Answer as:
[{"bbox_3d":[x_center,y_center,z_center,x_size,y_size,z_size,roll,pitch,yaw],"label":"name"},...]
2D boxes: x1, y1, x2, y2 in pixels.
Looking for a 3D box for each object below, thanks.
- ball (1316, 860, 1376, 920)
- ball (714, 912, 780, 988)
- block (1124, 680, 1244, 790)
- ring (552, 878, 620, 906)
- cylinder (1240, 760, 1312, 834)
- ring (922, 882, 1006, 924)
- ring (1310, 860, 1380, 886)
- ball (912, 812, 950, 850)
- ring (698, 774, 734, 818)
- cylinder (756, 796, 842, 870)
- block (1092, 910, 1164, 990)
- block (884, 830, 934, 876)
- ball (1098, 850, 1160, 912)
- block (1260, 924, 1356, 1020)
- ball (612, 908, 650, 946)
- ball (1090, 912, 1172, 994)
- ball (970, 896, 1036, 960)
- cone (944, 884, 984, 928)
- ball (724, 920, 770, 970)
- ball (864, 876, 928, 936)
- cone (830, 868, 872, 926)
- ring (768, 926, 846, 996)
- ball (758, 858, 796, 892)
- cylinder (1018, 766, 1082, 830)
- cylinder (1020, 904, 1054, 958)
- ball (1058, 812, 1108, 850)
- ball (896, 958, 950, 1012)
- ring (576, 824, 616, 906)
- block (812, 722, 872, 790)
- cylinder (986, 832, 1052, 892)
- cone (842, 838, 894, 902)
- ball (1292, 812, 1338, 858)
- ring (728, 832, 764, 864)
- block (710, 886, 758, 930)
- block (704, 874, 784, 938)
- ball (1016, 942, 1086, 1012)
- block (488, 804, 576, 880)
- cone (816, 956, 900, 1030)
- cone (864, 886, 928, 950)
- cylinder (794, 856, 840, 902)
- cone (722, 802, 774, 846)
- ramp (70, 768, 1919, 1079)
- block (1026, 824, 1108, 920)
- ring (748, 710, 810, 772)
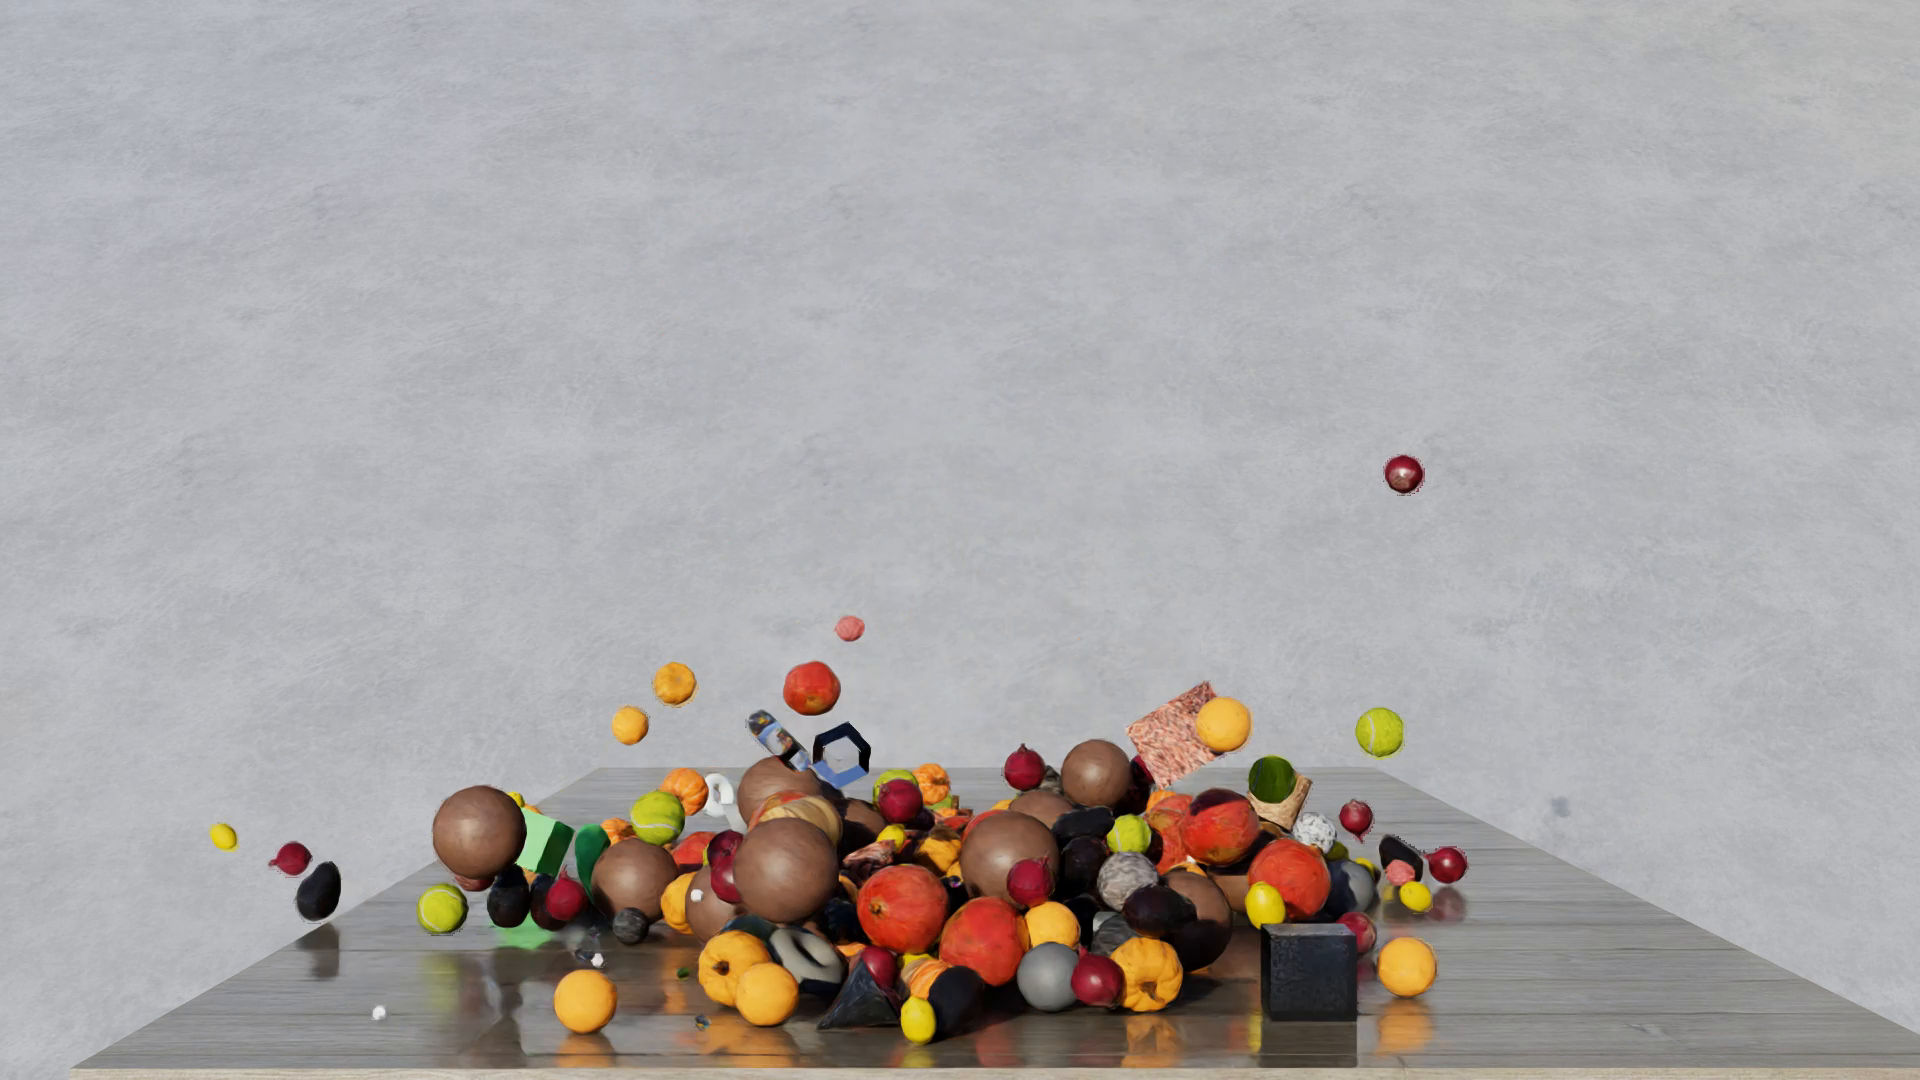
[{"bbox_3d":[0.570,0.517,3.831,0.087,0.087,0.087,0,31,0],"label":"ball"},{"bbox_3d":[-0.260,0.510,3.220,0.092,0.092,0.092,0,31,0],"label":"ball"},{"bbox_3d":[0.303,0.263,3.498,0.096,0.096,0.096,-34,-7,31],"label":"block"},{"bbox_3d":[-0.579,0.546,4.015,0.106,0.035,0.106,3,-3,0],"label":"ring"},{"bbox_3d":[0.548,0.446,4.495,0.095,0.095,0.095,19,80,28],"label":"cylinder"},{"bbox_3d":[0.002,0.537,3.839,0.144,0.048,0.144,0,2,0],"label":"ring"},{"bbox_3d":[0.627,0.546,4.218,0.115,0.038,0.115,0,0,0],"label":"ring"},{"bbox_3d":[-0.054,0.535,4.770,0.070,0.070,0.070,0,31,0],"label":"ball"},{"bbox_3d":[-0.438,0.459,4.653,0.027,0.081,0.081,-16,18,39],"label":"ring"},{"bbox_3d":[-0.220,0.400,3.540,0.087,0.087,0.087,16,11,24],"label":"cylinder"},{"bbox_3d":[0.211,0.514,3.248,0.083,0.083,0.083,0,0,8],"label":"block"},{"bbox_3d":[-0.086,0.532,4.419,0.069,0.069,0.069,0,-1,17],"label":"block"},{"bbox_3d":[0.213,0.432,3.273,0.079,0.079,0.079,0,31,0],"label":"ball"},{"bbox_3d":[0.407,0.504,3.030,0.099,0.099,0.099,0,-1,0],"label":"block"},{"bbox_3d":[-0.455,0.533,3.576,0.052,0.052,0.052,0,31,0],"label":"ball"},{"bbox_3d":[0.208,0.503,3.156,0.099,0.099,0.099,0,31,0],"label":"ball"},{"bbox_3d":[0.056,0.499,3.337,0.083,0.083,0.083,0,31,0],"label":"ball"},{"bbox_3d":[0.001,0.530,3.660,0.063,0.063,0.063,-42,33,10],"label":"cone"},{"bbox_3d":[-0.275,0.525,3.361,0.063,0.063,0.063,0,31,0],"label":"ball"},{"bbox_3d":[-0.088,0.515,3.620,0.089,0.089,0.089,0,31,0],"label":"ball"},{"bbox_3d":[-0.160,0.539,3.802,0.098,0.098,0.098,23,40,32],"label":"cone"},{"bbox_3d":[-0.187,0.512,3.152,0.106,0.035,0.106,32,16,-10],"label":"ring"},{"bbox_3d":[-0.292,0.532,4.148,0.065,0.065,0.065,0,31,0],"label":"ball"},{"bbox_3d":[0.171,0.493,4.952,0.087,0.087,0.087,-37,21,17],"label":"cylinder"},{"bbox_3d":[0.092,0.520,3.434,0.053,0.053,0.053,-10,46,11],"label":"cylinder"},{"bbox_3d":[0.216,0.523,4.564,0.089,0.089,0.089,0,31,0],"label":"ball"},{"bbox_3d":[-0.043,0.523,3.043,0.063,0.063,0.063,0,31,0],"label":"ball"},{"bbox_3d":[-0.552,0.493,3.931,0.043,0.128,0.128,-11,32,1],"label":"ring"},{"bbox_3d":[-0.178,0.323,3.877,0.061,0.061,0.061,-24,50,-31],"label":"block"},{"bbox_3d":[0.098,0.515,4.147,0.092,0.092,0.092,-5,29,18],"label":"cylinder"},{"bbox_3d":[-0.106,0.445,3.417,0.076,0.076,0.076,-16,70,-24],"label":"cone"},{"bbox_3d":[0.507,0.423,3.710,0.065,0.065,0.065,0,31,0],"label":"ball"},{"bbox_3d":[-0.339,0.545,4.607,0.148,0.049,0.148,-1,1,0],"label":"ring"},{"bbox_3d":[-0.328,0.534,3.762,0.054,0.054,0.054,0,-1,-27],"label":"block"},{"bbox_3d":[-0.304,0.519,3.664,0.082,0.082,0.082,0,-1,-37],"label":"block"},{"bbox_3d":[0.107,0.513,3.043,0.082,0.082,0.082,0,31,0],"label":"ball"},{"bbox_3d":[-0.708,0.499,4.284,0.089,0.089,0.089,18,78,17],"label":"block"},{"bbox_3d":[-0.126,0.531,2.927,0.087,0.087,0.087,-31,37,-4],"label":"cone"},{"bbox_3d":[-0.105,0.509,3.558,0.088,0.088,0.088,-25,23,-35],"label":"cone"},{"bbox_3d":[-0.211,0.501,3.843,0.067,0.067,0.067,-2,-5,-3],"label":"cylinder"},{"bbox_3d":[-0.316,0.420,3.978,0.074,0.074,0.074,-28,35,-2],"label":"cone"},{"bbox_3d":[0.070,0.619,4.701,2.000,0.100,4.000,0,-1,0],"label":"ramp"},{"bbox_3d":[0.163,0.488,3.814,0.086,0.086,0.086,-21,63,-25],"label":"block"},{"bbox_3d":[-0.248,0.276,3.549,0.036,0.109,0.109,-45,44,-6],"label":"ring"}]
